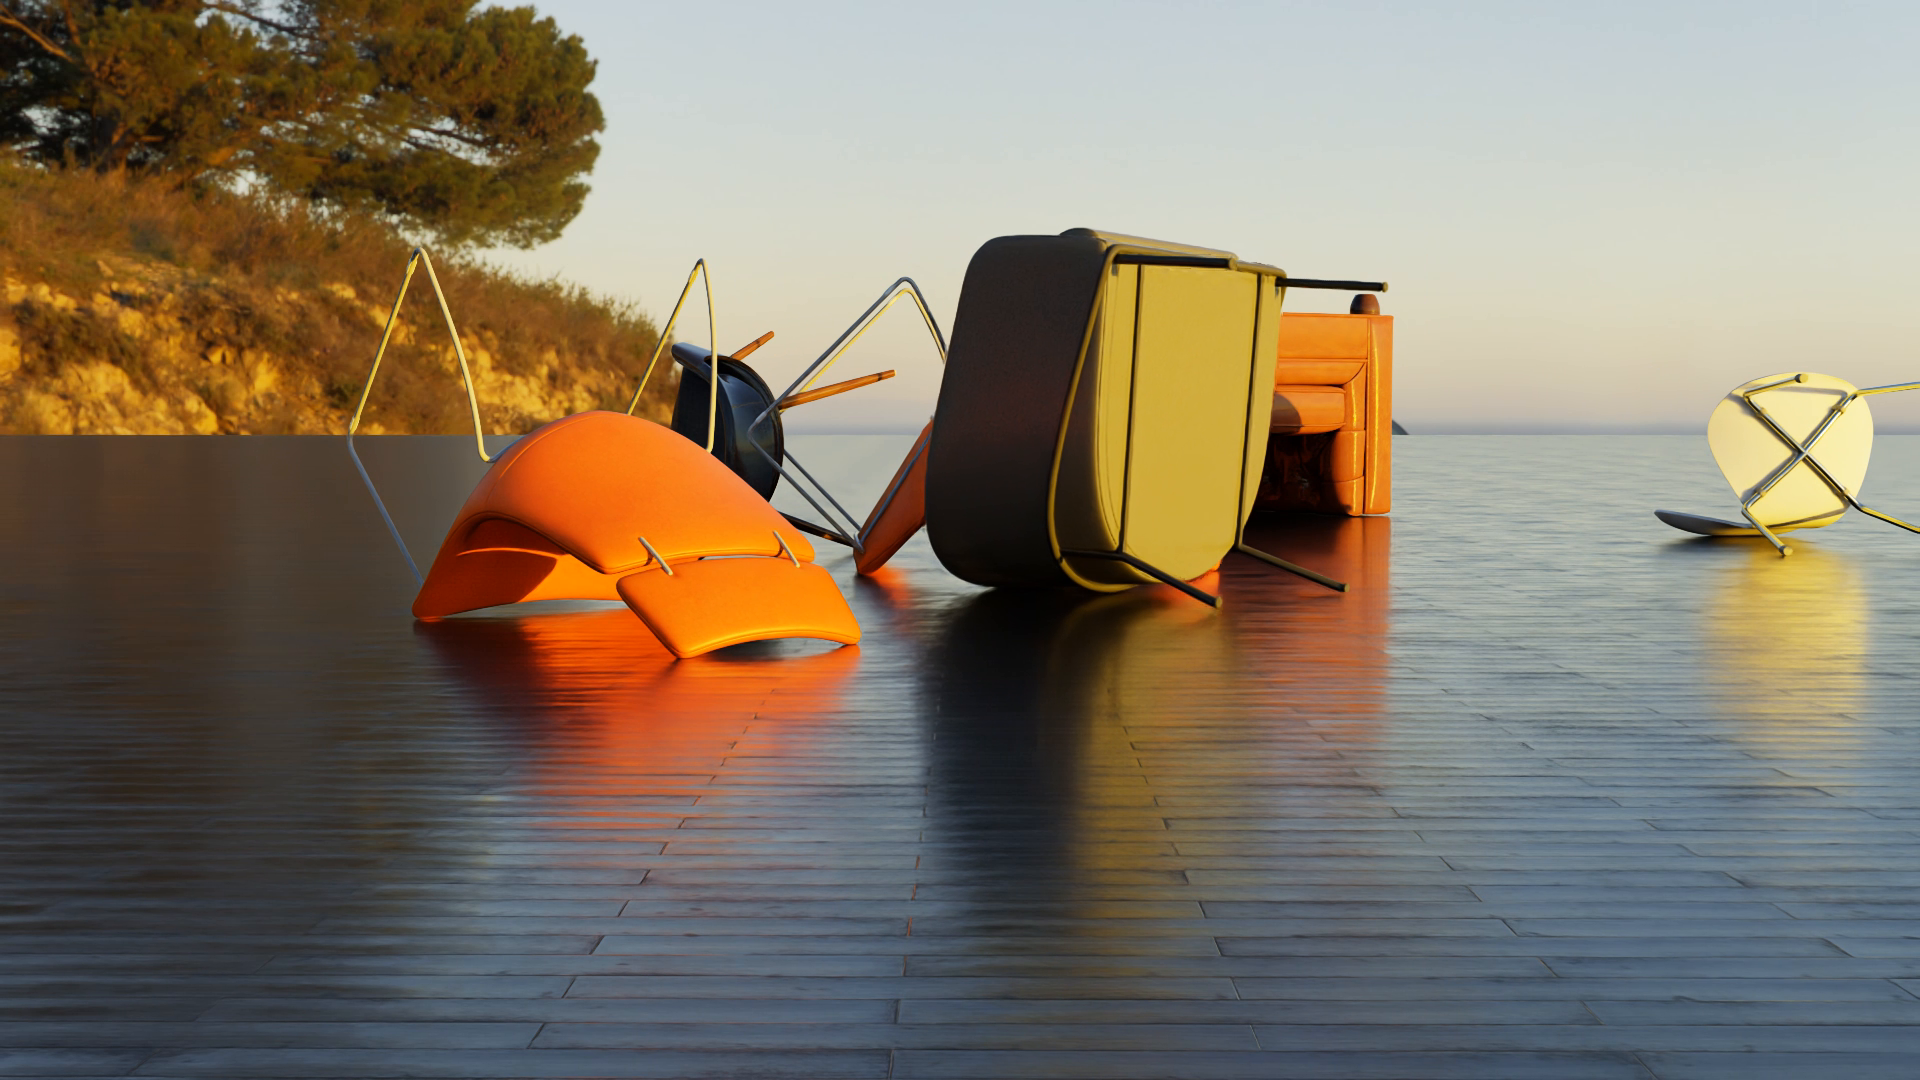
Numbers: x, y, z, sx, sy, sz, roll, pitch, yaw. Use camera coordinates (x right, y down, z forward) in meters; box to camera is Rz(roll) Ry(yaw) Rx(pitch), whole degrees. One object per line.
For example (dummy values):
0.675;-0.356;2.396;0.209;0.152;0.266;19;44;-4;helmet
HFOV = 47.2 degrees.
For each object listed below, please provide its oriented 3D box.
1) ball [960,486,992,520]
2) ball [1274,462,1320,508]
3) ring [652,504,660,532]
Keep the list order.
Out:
0.055;-0.130;7.595;0.115;0.115;0.115;0;4;0;ball
1.275;-0.209;8.345;0.172;0.172;0.172;0;4;0;ball
-0.959;-0.071;6.932;0.025;0.091;0.102;-1;-9;-8;ring
